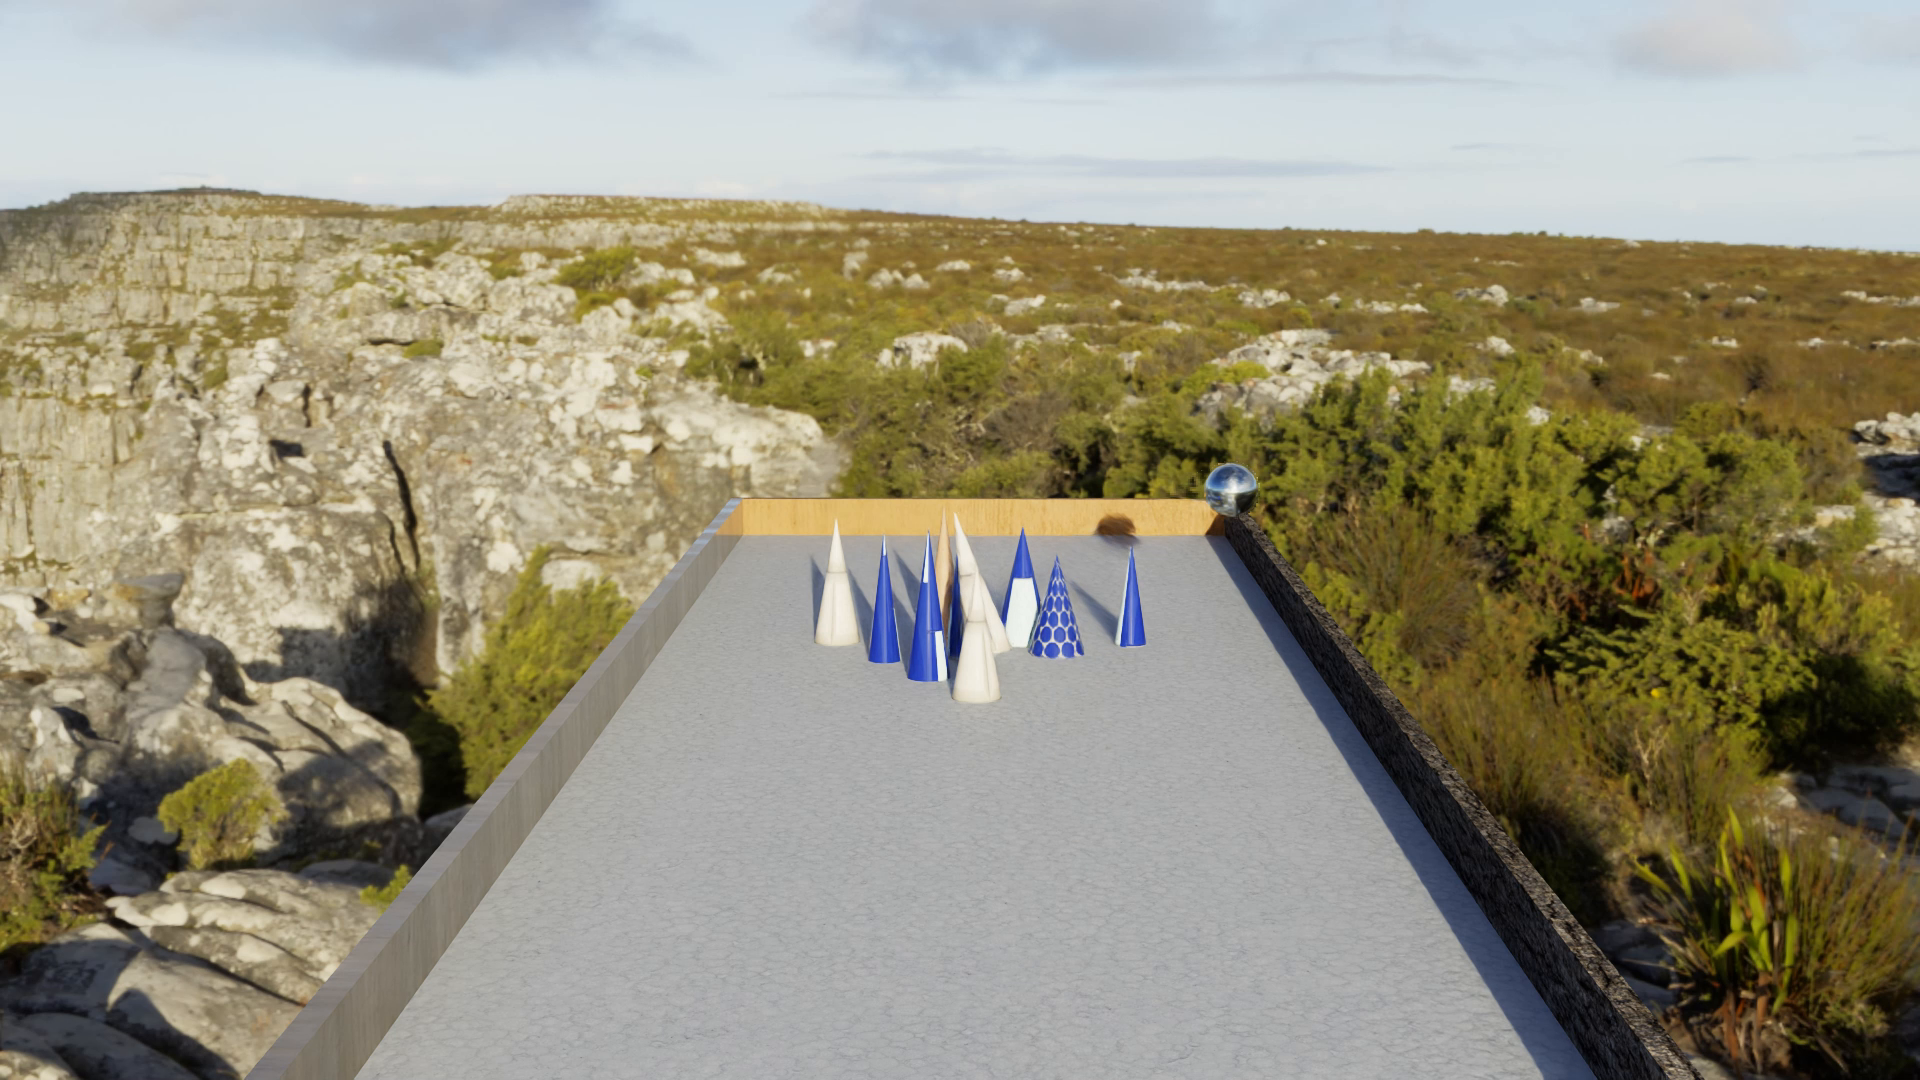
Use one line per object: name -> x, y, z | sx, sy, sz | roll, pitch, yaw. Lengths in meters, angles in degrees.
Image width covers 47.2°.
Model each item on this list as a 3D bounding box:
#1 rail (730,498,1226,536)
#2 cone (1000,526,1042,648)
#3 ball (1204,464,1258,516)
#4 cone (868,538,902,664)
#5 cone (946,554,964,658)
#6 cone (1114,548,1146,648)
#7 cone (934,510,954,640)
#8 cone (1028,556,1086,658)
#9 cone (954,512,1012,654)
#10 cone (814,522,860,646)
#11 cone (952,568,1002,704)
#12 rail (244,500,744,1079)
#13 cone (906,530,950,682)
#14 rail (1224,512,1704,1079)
rail -> 0.099, -0.098, 9.147 | 2.100, 0.150, 0.050 | 0, 9, 1
cone -> 0.198, 0.138, 6.944 | 0.179, 0.373, 0.179 | 0, 9, 0
ball -> 0.875, -0.161, 7.102 | 0.172, 0.172, 0.172 | 0, 9, 0
cone -> -0.230, 0.170, 6.673 | 0.102, 0.396, 0.102 | 0, 9, 0
cone -> 0.004, 0.159, 6.745 | 0.109, 0.388, 0.109 | -2, 6, 0
cone -> 0.538, 0.169, 6.912 | 0.101, 0.323, 0.101 | 0, 9, 0
cone -> -0.050, 0.106, 6.934 | 0.132, 0.441, 0.132 | 0, 9, 0
cone -> 0.299, 0.197, 6.788 | 0.177, 0.307, 0.177 | 0, 9, 0
cone -> 0.034, 0.129, 6.666 | 0.151, 0.455, 0.151 | -14, -1, 0
cone -> -0.389, 0.126, 6.947 | 0.146, 0.397, 0.146 | 0, 9, 0
cone -> 0.047, 0.259, 6.174 | 0.141, 0.376, 0.141 | 0, 9, 0
rail -> -1.004, 0.839, 3.234 | 0.050, 0.150, 12.000 | 0, 9, 1
cone -> -0.092, 0.184, 6.433 | 0.129, 0.444, 0.129 | 0, 9, 0
rail -> 1.046, 0.843, 3.208 | 0.050, 0.150, 12.000 | 0, 9, 1
